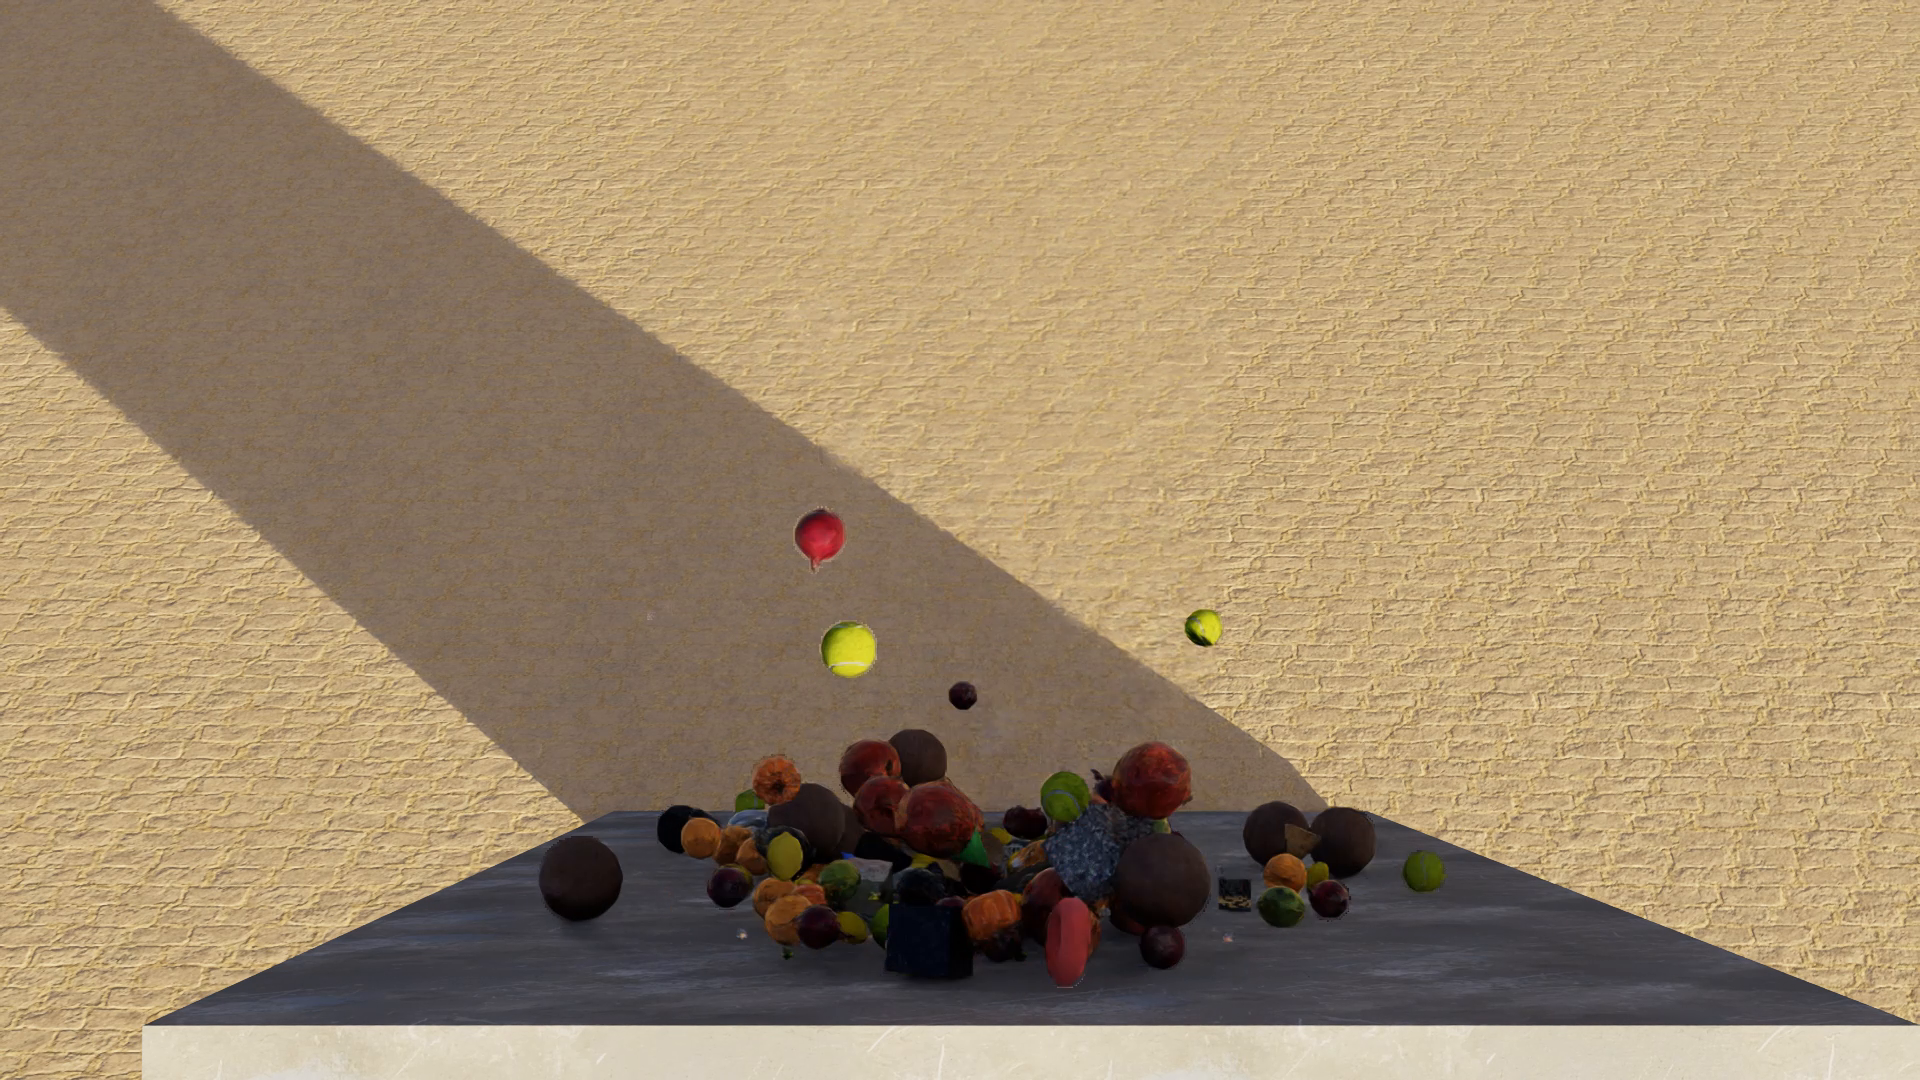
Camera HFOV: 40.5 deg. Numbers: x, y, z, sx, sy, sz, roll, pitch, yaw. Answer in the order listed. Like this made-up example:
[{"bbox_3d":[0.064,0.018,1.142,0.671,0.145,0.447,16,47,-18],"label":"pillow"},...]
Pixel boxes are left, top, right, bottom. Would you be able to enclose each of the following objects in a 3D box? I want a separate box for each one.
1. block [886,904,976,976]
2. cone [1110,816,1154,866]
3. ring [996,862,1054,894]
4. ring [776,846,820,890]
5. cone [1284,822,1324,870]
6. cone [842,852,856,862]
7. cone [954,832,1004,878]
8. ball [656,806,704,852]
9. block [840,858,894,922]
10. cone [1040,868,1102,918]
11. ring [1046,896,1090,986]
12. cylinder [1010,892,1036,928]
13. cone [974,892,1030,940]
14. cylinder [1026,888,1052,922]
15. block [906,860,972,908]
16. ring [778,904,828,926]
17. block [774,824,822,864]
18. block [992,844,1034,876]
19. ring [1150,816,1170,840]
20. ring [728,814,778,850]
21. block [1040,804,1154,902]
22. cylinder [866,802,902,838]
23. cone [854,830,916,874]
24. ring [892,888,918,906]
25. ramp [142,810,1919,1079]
[{"bbox_3d":[-0.038,0.516,3.353,0.086,0.086,0.086,0,-10,21],"label":"block"},{"bbox_3d":[0.243,0.422,3.566,0.064,0.064,0.064,-15,27,8],"label":"cone"},{"bbox_3d":[0.104,0.528,4.035,0.106,0.106,0.035,-20,84,-25],"label":"ring"},{"bbox_3d":[-0.263,0.530,4.212,0.029,0.087,0.087,45,47,2],"label":"ring"},{"bbox_3d":[0.604,0.557,4.667,0.078,0.078,0.078,22,-1,0],"label":"cone"},{"bbox_3d":[-0.185,0.559,4.509,0.060,0.060,0.060,44,37,-15],"label":"cone"},{"bbox_3d":[0.026,0.529,4.538,0.089,0.089,0.089,-5,20,-7],"label":"cone"},{"bbox_3d":[-0.587,0.607,5.464,0.099,0.099,0.099,0,37,0],"label":"ball"},{"bbox_3d":[-0.146,0.546,4.063,0.071,0.071,0.071,4,20,9],"label":"block"},{"bbox_3d":[0.170,0.529,4.011,0.096,0.096,0.096,1,12,1],"label":"cone"},{"bbox_3d":[0.134,0.499,3.235,0.037,0.110,0.110,9,36,-11],"label":"ring"},{"bbox_3d":[0.087,0.564,3.954,0.053,0.053,0.053,0,-3,0],"label":"cylinder"},{"bbox_3d":[0.073,0.541,3.627,0.074,0.074,0.074,-34,35,28],"label":"cone"},{"bbox_3d":[0.137,0.569,4.063,0.052,0.052,0.052,-32,15,-36],"label":"cylinder"},{"bbox_3d":[-0.033,0.550,4.098,0.064,0.064,0.064,-39,69,14],"label":"block"},{"bbox_3d":[-0.244,0.581,4.032,0.077,0.026,0.077,-3,-2,0],"label":"ring"},{"bbox_3d":[-0.325,0.609,5.211,0.074,0.074,0.074,-1,-3,22],"label":"block"},{"bbox_3d":[0.100,0.605,4.916,0.055,0.055,0.055,2,-3,-36],"label":"block"},{"bbox_3d":[0.369,0.579,5.204,0.104,0.104,0.035,-9,75,-12],"label":"ring"},{"bbox_3d":[-0.431,0.606,5.399,0.110,0.110,0.037,-14,57,-18],"label":"ring"},{"bbox_3d":[0.192,0.435,3.622,0.096,0.096,0.096,56,19,21],"label":"block"},{"bbox_3d":[-0.171,0.631,5.849,0.060,0.060,0.060,-24,68,-28],"label":"cylinder"},{"bbox_3d":[-0.111,0.536,4.359,0.094,0.094,0.094,0,32,33],"label":"cone"},{"bbox_3d":[-0.073,0.582,4.181,0.115,0.038,0.115,-1,-1,0],"label":"ring"},{"bbox_3d":[0.081,0.683,4.920,2.000,0.100,4.000,0,-2,0],"label":"ramp"}]
